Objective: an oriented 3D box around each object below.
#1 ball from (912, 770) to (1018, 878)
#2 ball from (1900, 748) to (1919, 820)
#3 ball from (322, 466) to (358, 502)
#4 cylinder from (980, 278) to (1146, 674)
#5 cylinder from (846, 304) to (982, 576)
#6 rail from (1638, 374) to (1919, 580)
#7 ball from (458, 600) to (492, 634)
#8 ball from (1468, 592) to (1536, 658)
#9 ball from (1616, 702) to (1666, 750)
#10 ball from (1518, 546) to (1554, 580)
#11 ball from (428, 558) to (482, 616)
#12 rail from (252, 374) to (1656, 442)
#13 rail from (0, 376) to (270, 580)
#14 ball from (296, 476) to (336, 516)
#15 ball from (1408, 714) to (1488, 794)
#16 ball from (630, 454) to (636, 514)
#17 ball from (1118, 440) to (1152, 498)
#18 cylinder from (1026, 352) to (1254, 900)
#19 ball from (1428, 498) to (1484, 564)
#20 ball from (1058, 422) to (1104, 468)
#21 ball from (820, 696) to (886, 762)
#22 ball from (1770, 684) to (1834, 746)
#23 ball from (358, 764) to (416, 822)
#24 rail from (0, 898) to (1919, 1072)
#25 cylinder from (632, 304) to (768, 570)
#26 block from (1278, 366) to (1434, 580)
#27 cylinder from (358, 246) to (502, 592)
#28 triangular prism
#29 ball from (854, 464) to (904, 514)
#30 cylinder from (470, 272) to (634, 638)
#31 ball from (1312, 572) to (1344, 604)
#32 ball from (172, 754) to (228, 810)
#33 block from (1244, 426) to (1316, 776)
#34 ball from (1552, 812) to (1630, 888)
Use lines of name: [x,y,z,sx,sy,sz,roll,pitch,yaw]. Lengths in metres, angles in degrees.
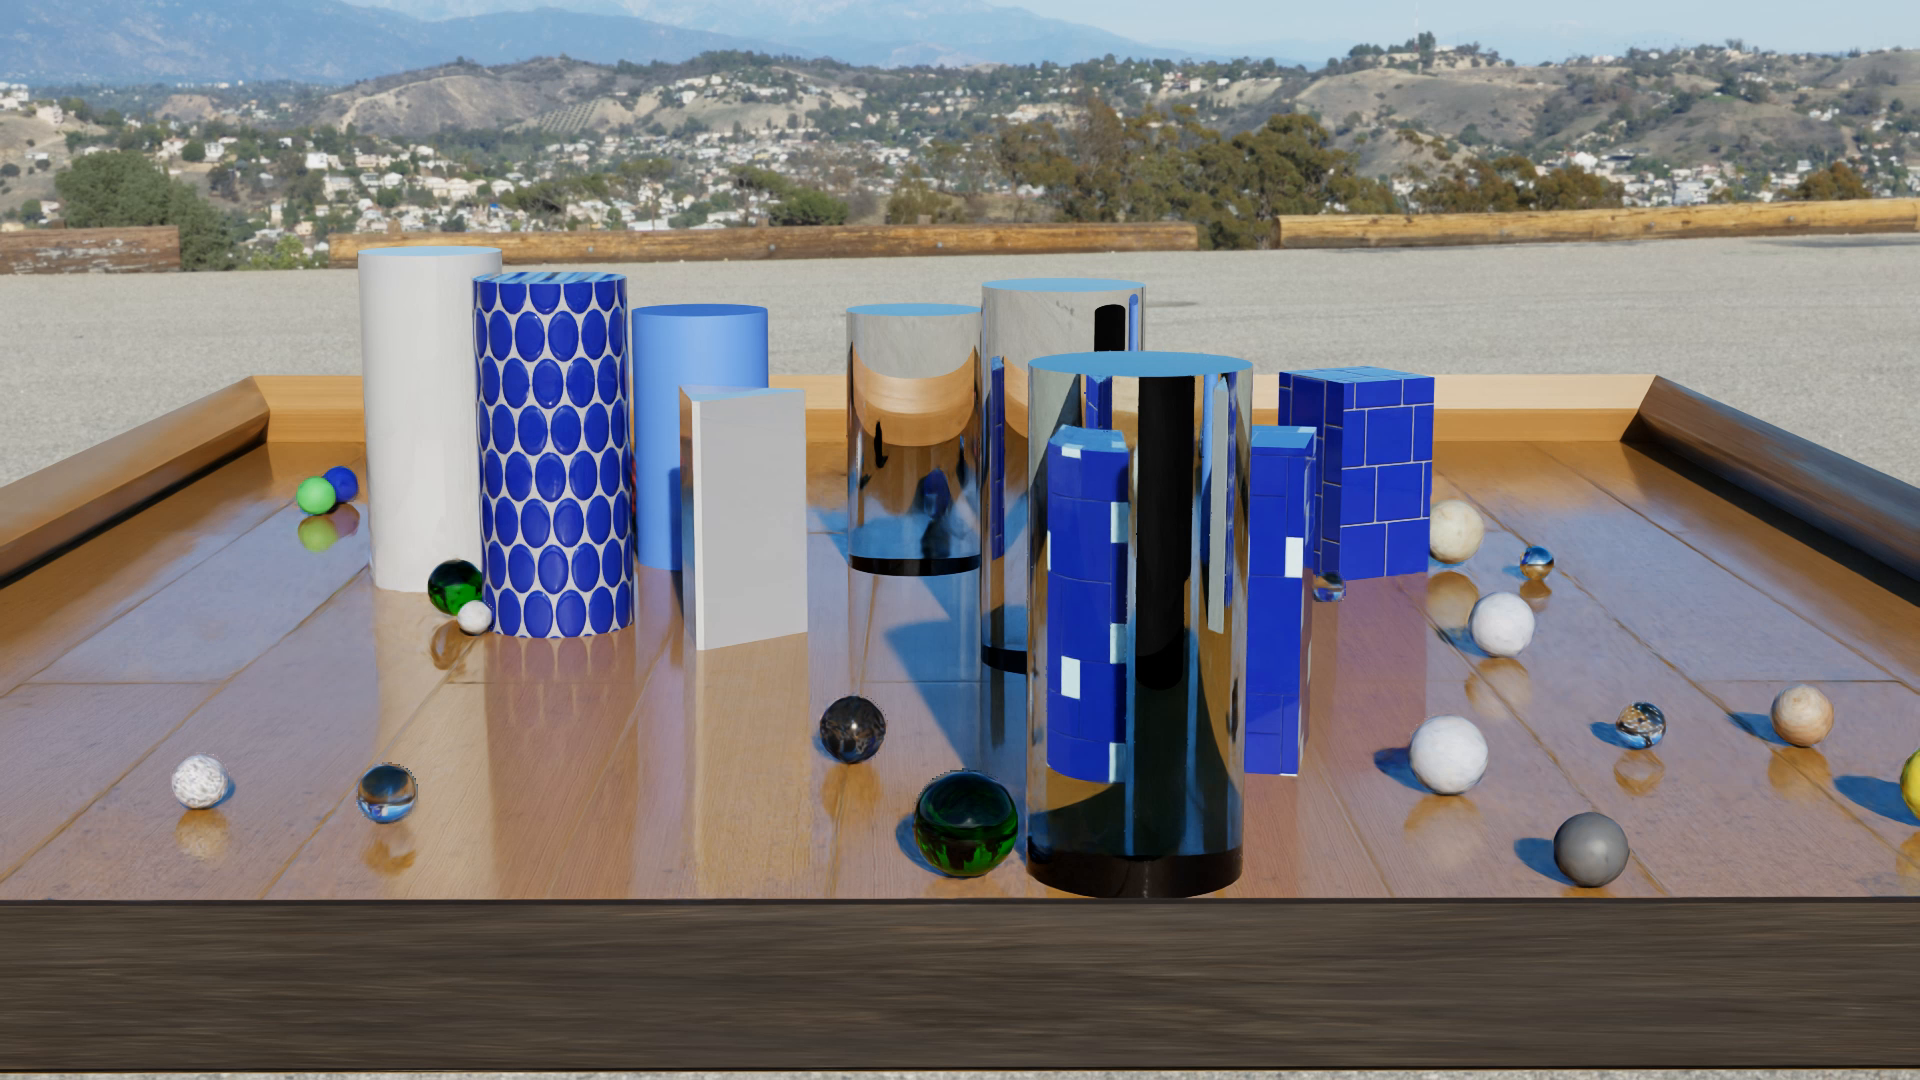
ball: [0.005,0.258,2.331,0.096,0.096,0.096,0,10,0]
ball: [0.953,0.236,2.477,0.086,0.086,0.086,0,10,0]
ball: [-1.046,-0.093,4.327,0.062,0.062,0.062,0,10,0]
cylinder: [0.126,-0.081,3.154,0.200,0.465,0.200,0,10,0]
cylinder: [-0.066,-0.151,3.771,0.200,0.376,0.200,0,10,0]
rail: [1.351,0.032,3.456,0.045,0.130,3.211,0,10,0]
ball: [-0.627,0.100,3.317,0.044,0.044,0.044,0,10,0]
ball: [0.674,0.106,3.195,0.082,0.082,0.082,0,10,0]
ball: [0.735,0.200,2.767,0.052,0.052,0.052,0,10,0]
ball: [0.826,0.033,3.678,0.049,0.049,0.049,0,10,0]
ball: [-0.671,0.063,3.419,0.076,0.076,0.076,0,10,0]
rail: [-0.009,-0.254,5.004,2.749,0.130,0.045,0,10,0]
rail: [-1.351,0.035,3.441,0.045,0.130,3.211,0,10,0]
ball: [-1.056,-0.072,4.209,0.063,0.063,0.063,0,10,0]
ball: [0.494,0.217,2.596,0.081,0.081,0.081,0,10,0]
ball: [-0.537,-0.092,4.214,0.100,0.100,0.100,0,10,0]
ball: [0.319,-0.121,4.372,0.099,0.099,0.099,0,10,0]
cylinder: [0.160,0.072,2.323,0.200,0.466,0.200,0,10,0]
ball: [0.720,-0.013,3.765,0.096,0.096,0.096,0,10,0]
ball: [0.223,-0.174,4.701,0.084,0.084,0.084,0,10,0]
ball: [-0.114,0.200,2.715,0.070,0.070,0.070,0,10,0]
ball: [0.913,0.190,2.780,0.067,0.067,0.067,0,10,0]
ball: [-0.559,0.247,2.501,0.056,0.056,0.056,0,10,0]
rail: [0.009,0.321,1.893,2.749,0.130,0.045,0,10,0]
cylinder: [-0.383,-0.155,3.809,0.200,0.372,0.200,0,10,0]
block: [0.575,-0.100,3.750,0.160,0.285,0.160,-5,12,-27]
cylinder: [-0.745,-0.176,3.650,0.200,0.470,0.200,0,10,0]
triangular prism: [-0.313,-0.037,3.321,0.173,0.316,0.150,-9,14,-41]
ball: [-0.133,-0.084,4.219,0.083,0.083,0.083,0,10,0]
cylinder: [-0.532,-0.116,3.365,0.200,0.456,0.200,0,10,0]
ball: [0.506,0.065,3.522,0.043,0.043,0.043,0,10,0]
ball: [-0.754,0.240,2.545,0.054,0.054,0.054,0,10,0]
block: [0.289,0.059,2.728,0.160,0.344,0.160,2,11,12]
ball: [0.567,0.278,2.304,0.067,0.067,0.067,0,10,0]
